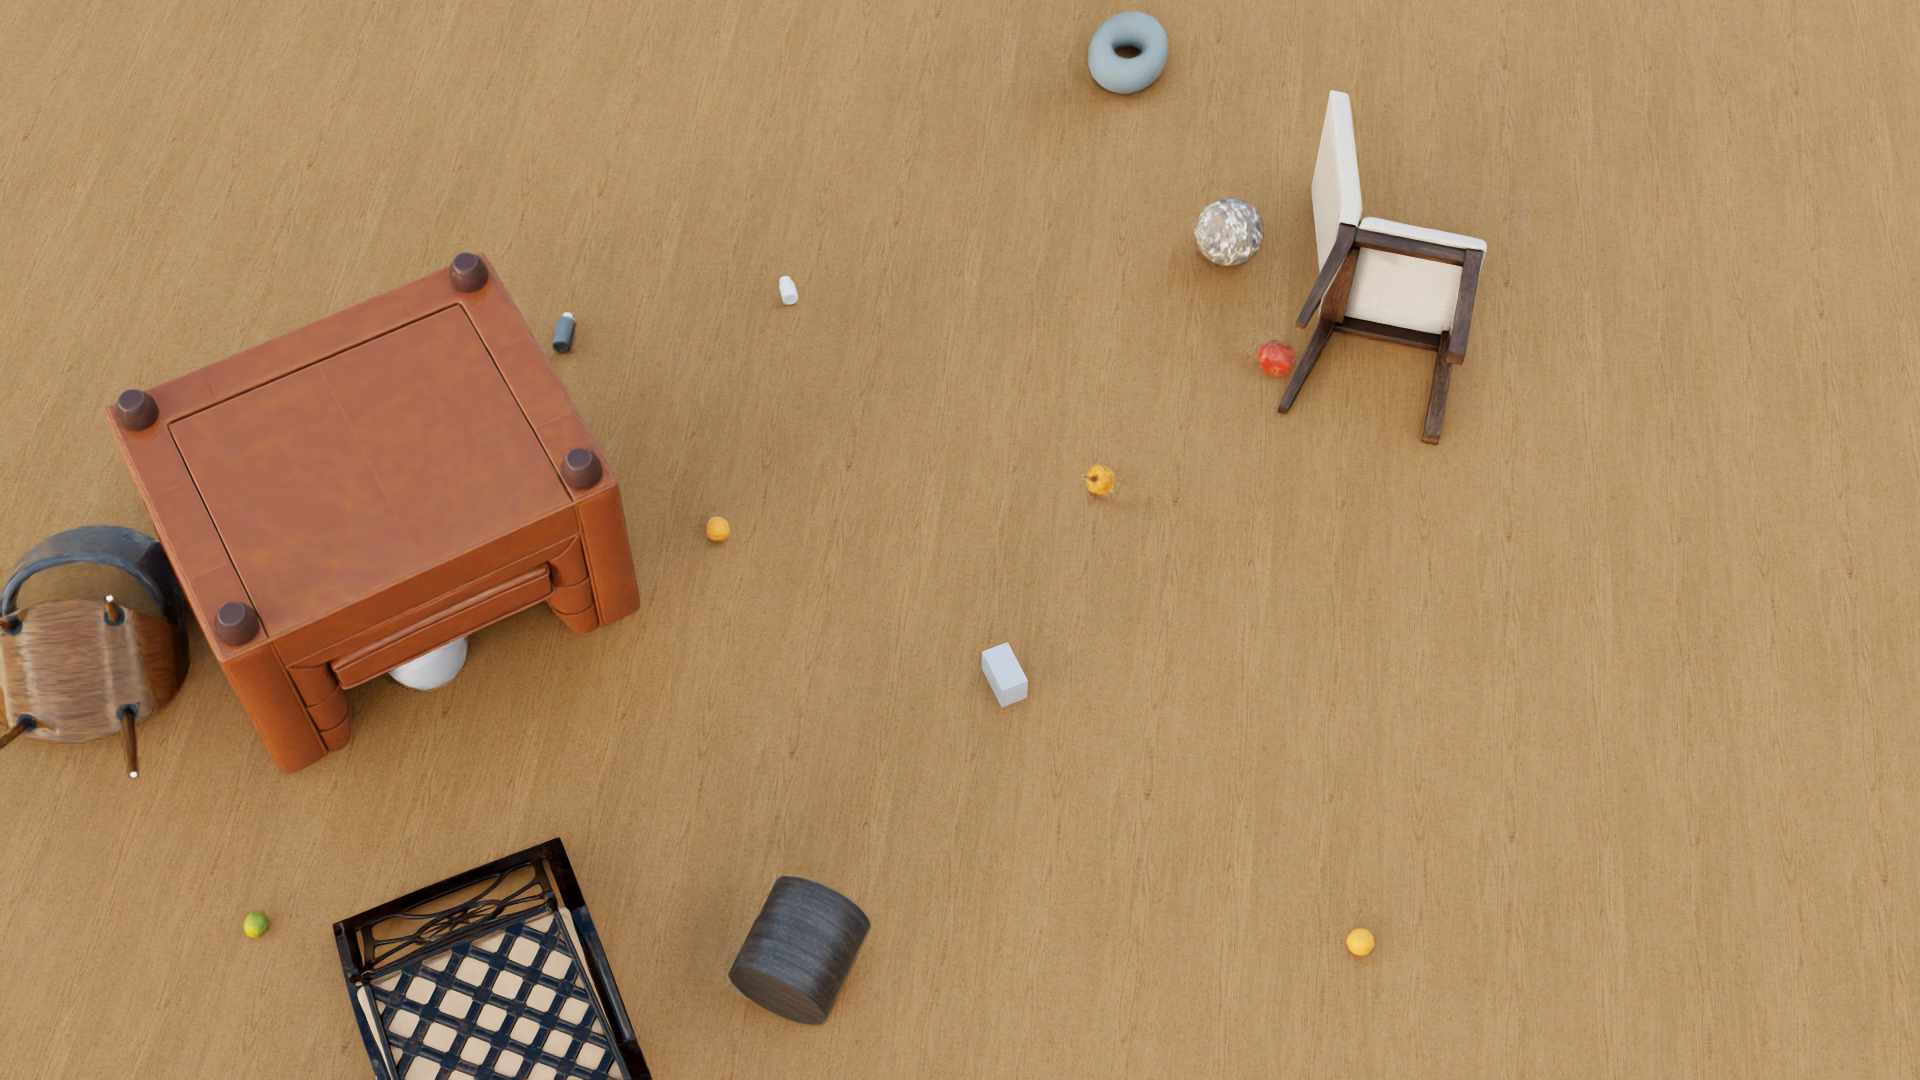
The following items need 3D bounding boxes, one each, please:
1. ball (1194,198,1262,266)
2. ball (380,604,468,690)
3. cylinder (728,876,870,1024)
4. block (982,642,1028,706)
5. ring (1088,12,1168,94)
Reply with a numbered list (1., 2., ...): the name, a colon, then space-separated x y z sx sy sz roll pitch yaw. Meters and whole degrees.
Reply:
1. ball: 0.869 -0.996 7.111 0.218 0.218 0.218 0 56 0
2. ball: -1.517 0.303 6.225 0.241 0.241 0.241 0 56 0
3. cylinder: -0.415 1.064 5.704 0.276 0.256 0.278 30 59 -6
4. block: 0.127 0.383 6.260 0.080 0.094 0.140 -20 58 -13
5. ring: 0.586 -1.694 7.639 0.275 0.120 0.362 16 57 9
